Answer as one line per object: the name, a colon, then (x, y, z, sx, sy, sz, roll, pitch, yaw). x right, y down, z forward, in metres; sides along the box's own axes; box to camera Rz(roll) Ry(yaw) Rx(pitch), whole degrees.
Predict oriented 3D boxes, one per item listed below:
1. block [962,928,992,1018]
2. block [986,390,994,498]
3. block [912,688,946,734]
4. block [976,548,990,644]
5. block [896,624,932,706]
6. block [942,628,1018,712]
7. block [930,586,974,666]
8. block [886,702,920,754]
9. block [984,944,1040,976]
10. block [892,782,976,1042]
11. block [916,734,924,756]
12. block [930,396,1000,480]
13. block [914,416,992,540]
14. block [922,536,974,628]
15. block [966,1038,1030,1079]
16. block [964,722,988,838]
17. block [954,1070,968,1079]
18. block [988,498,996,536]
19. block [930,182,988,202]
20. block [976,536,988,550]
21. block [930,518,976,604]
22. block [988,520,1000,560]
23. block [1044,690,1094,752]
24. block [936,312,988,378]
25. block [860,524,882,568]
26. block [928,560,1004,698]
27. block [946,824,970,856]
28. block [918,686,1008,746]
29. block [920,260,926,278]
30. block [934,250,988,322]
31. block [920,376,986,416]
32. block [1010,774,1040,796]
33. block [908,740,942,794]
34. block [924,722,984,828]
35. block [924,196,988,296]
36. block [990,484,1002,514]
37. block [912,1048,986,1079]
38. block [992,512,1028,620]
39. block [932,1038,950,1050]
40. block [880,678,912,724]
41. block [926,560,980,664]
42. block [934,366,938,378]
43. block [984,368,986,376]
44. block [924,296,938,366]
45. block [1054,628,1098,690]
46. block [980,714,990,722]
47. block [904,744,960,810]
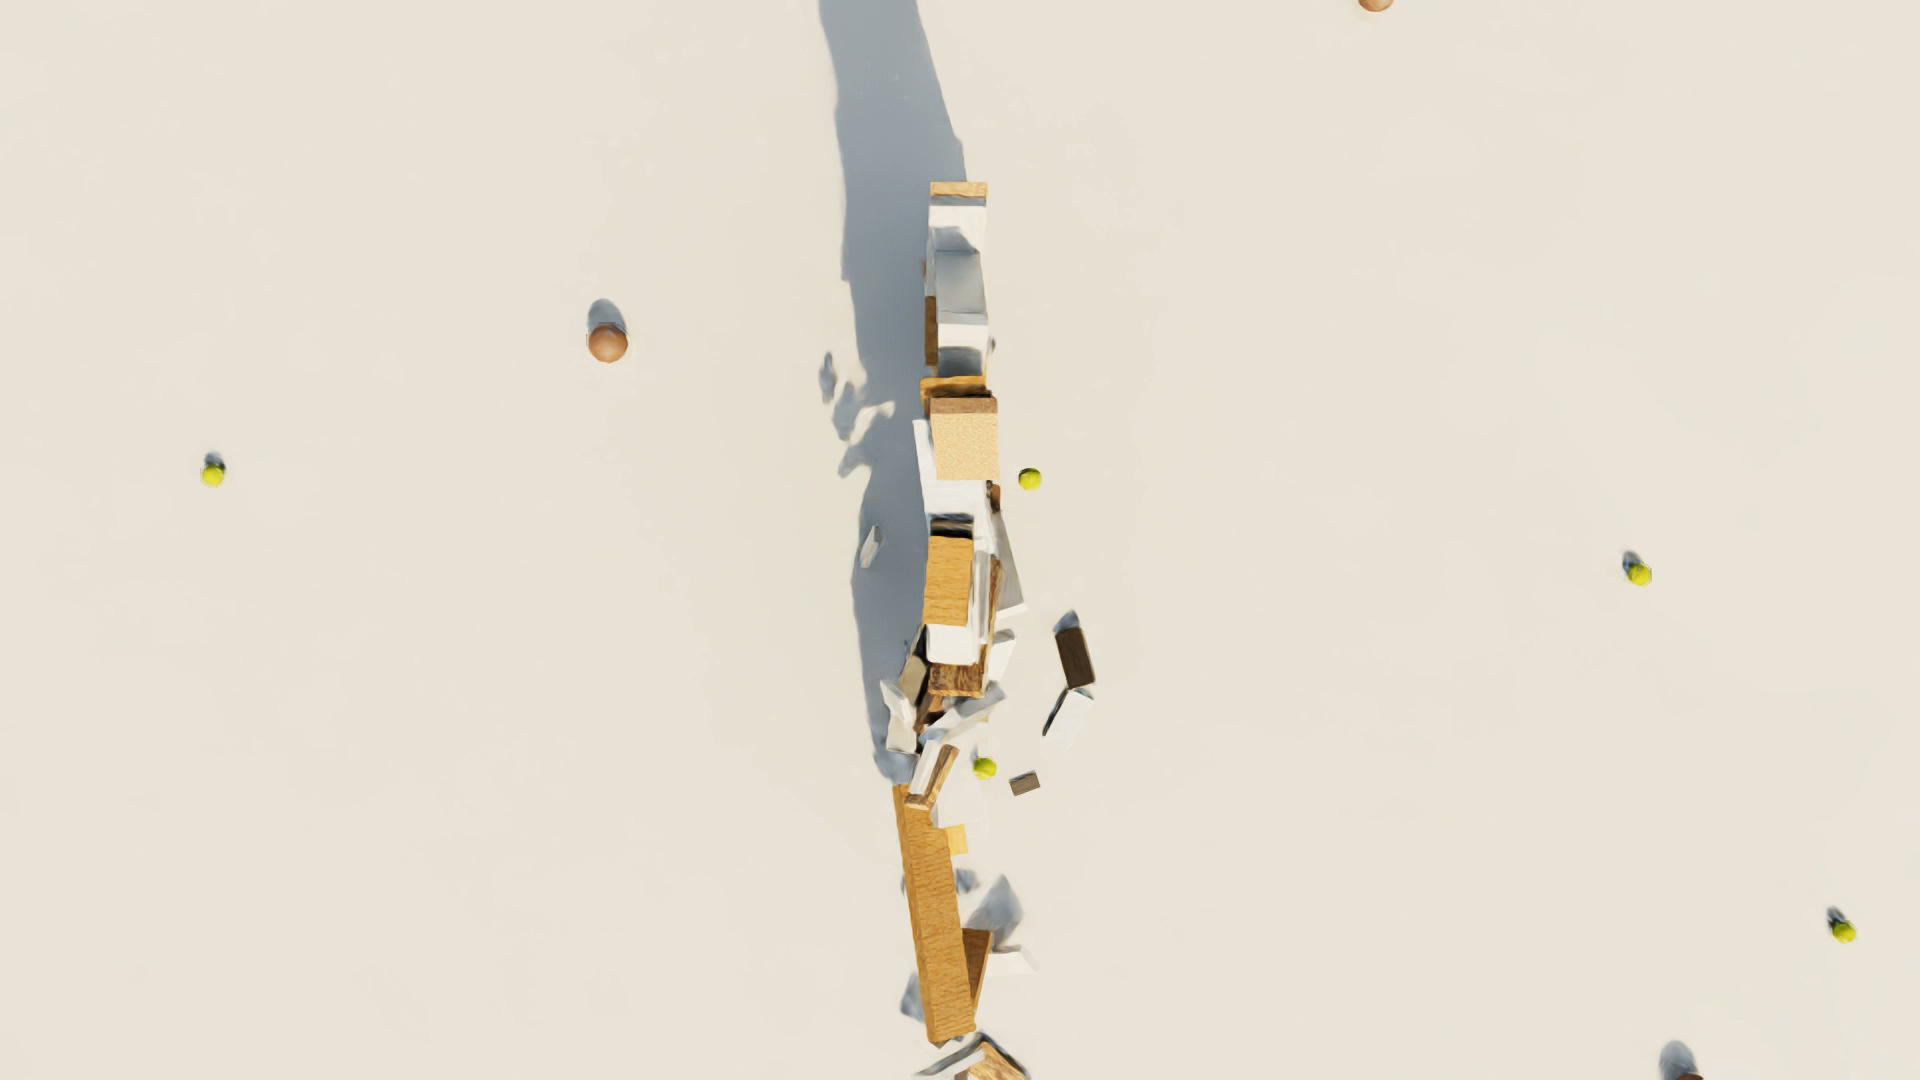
block: (-0.003, 1.384, 5.267, 0.154, 0.309, 0.044, 1, 133, 15)
block: (0.007, -0.266, 4.611, 0.166, 0.047, 0.332, -5, 58, 11)
block: (-0.014, 0.441, 4.961, 0.160, 0.045, 0.320, 14, 101, -36)
block: (0.009, 0.158, 4.695, 0.143, 0.041, 0.286, -3, 64, 12)
block: (-0.067, 0.350, 4.987, 0.160, 0.045, 0.320, 20, 98, -13)
block: (0.055, 0.389, 4.840, 0.153, 0.306, 0.043, -14, 53, -29)
block: (-0.024, 0.231, 4.520, 0.117, 0.033, 0.235, 4, 119, 10)
block: (-0.170, 0.560, 5.027, 0.087, 0.025, 0.174, 9, 75, -6)
block: (0.141, 1.377, 5.398, 0.221, 0.031, 0.110, -14, 123, 38)
block: (-0.078, 1.095, 4.905, 0.154, 0.044, 0.748, -2, 81, -43)
block: (-0.110, 0.567, 5.062, 0.087, 0.025, 0.174, 24, 84, 14)
block: (0.016, -0.257, 4.253, 0.167, 0.333, 0.047, -1, 63, 2)
block: (-0.020, -0.173, 4.459, 0.167, 0.047, 0.333, -4, 107, 12)
block: (-0.031, 0.111, 4.428, 0.117, 0.033, 0.235, 5, 88, 8)
block: (0.124, 1.774, 5.484, 0.221, 0.031, 0.110, 43, 90, 0)
block: (-0.003, 0.741, 5.114, 0.179, 0.051, 0.358, 0, 90, 0)
block: (0.003, 1.808, 5.493, 0.047, 0.013, 0.095, -2, 90, 0)
block: (0.029, -0.110, 4.872, 0.116, 0.033, 0.232, -6, 60, -6)
block: (-0.001, -0.964, 4.852, 0.152, 0.855, 0.043, 1, 93, 0)
block: (0.005, -0.171, 4.684, 0.143, 0.041, 0.500, -8, 49, 11)
block: (-0.019, 0.060, 4.490, 0.117, 0.033, 0.235, 3, 108, 11)
block: (0.034, -0.032, 4.743, 0.116, 0.033, 0.232, -1, 128, 17)
block: (0.364, 0.597, 5.487, 0.094, 0.027, 0.188, 27, 90, 0)
block: (0.006, -0.499, 4.269, 0.125, 0.250, 0.035, 2, 62, -1)
block: (-0.294, 0.020, 5.419, 0.021, 0.149, 0.074, 13, 51, -15)
block: (0.018, 0.246, 4.699, 0.153, 0.043, 0.407, 2, 64, 15)
block: (-0.042, 0.820, 5.065, 0.087, 0.025, 0.303, -10, 96, 3)
block: (0.011, 0.514, 4.774, 0.153, 0.306, 0.043, -43, 77, 25)
block: (-0.029, -0.783, 4.750, 0.152, 0.303, 0.043, -6, 96, 2)
block: (-0.002, -0.668, 4.354, 0.125, 0.354, 0.035, 3, 125, -5)
block: (-0.012, -0.369, 4.373, 0.166, 0.442, 0.047, -3, 85, 1)
block: (0.217, 0.816, 5.493, 0.094, 0.013, 0.047, -20, 90, 0)
block: (-0.094, 0.619, 4.486, 0.021, 0.074, 0.149, 19, 87, 20)
block: (-0.019, 0.695, 4.943, 0.154, 0.044, 0.309, -6, 93, -31)
block: (-0.013, -0.798, 4.511, 0.152, 0.303, 0.043, 1, 46, -4)
block: (0.026, 0.004, 4.967, 0.176, 0.050, 0.352, 3, 96, -1)
block: (-0.036, 1.710, 5.355, 0.221, 0.110, 0.031, -15, 86, -41)
block: (0.084, 0.082, 4.825, 0.160, 0.045, 0.320, -18, 58, 7)
block: (-0.054, 1.648, 5.493, 0.047, 0.013, 0.095, 42, 90, 0)
block: (-0.177, 0.442, 4.554, 0.021, 0.148, 0.074, -20, 115, -18)
block: (-0.018, 0.195, 4.572, 0.143, 0.041, 0.286, 3, 107, 11)
block: (-0.002, -0.441, 5.149, 0.163, 0.046, 0.327, 0, 87, 0)
block: (0.006, -0.450, 4.485, 0.125, 0.250, 0.035, 0, 70, 1)
block: (-0.016, -0.651, 4.798, 0.166, 0.403, 0.047, -5, 132, 4)
block: (0.383, 0.393, 5.450, 0.094, 0.027, 0.188, -19, 78, 22)
block: (0.001, 0.380, 5.111, 0.179, 0.051, 0.358, 0, 91, 0)
block: (-0.078, 0.657, 4.584, 0.027, 0.094, 0.191, 42, 63, -30)
